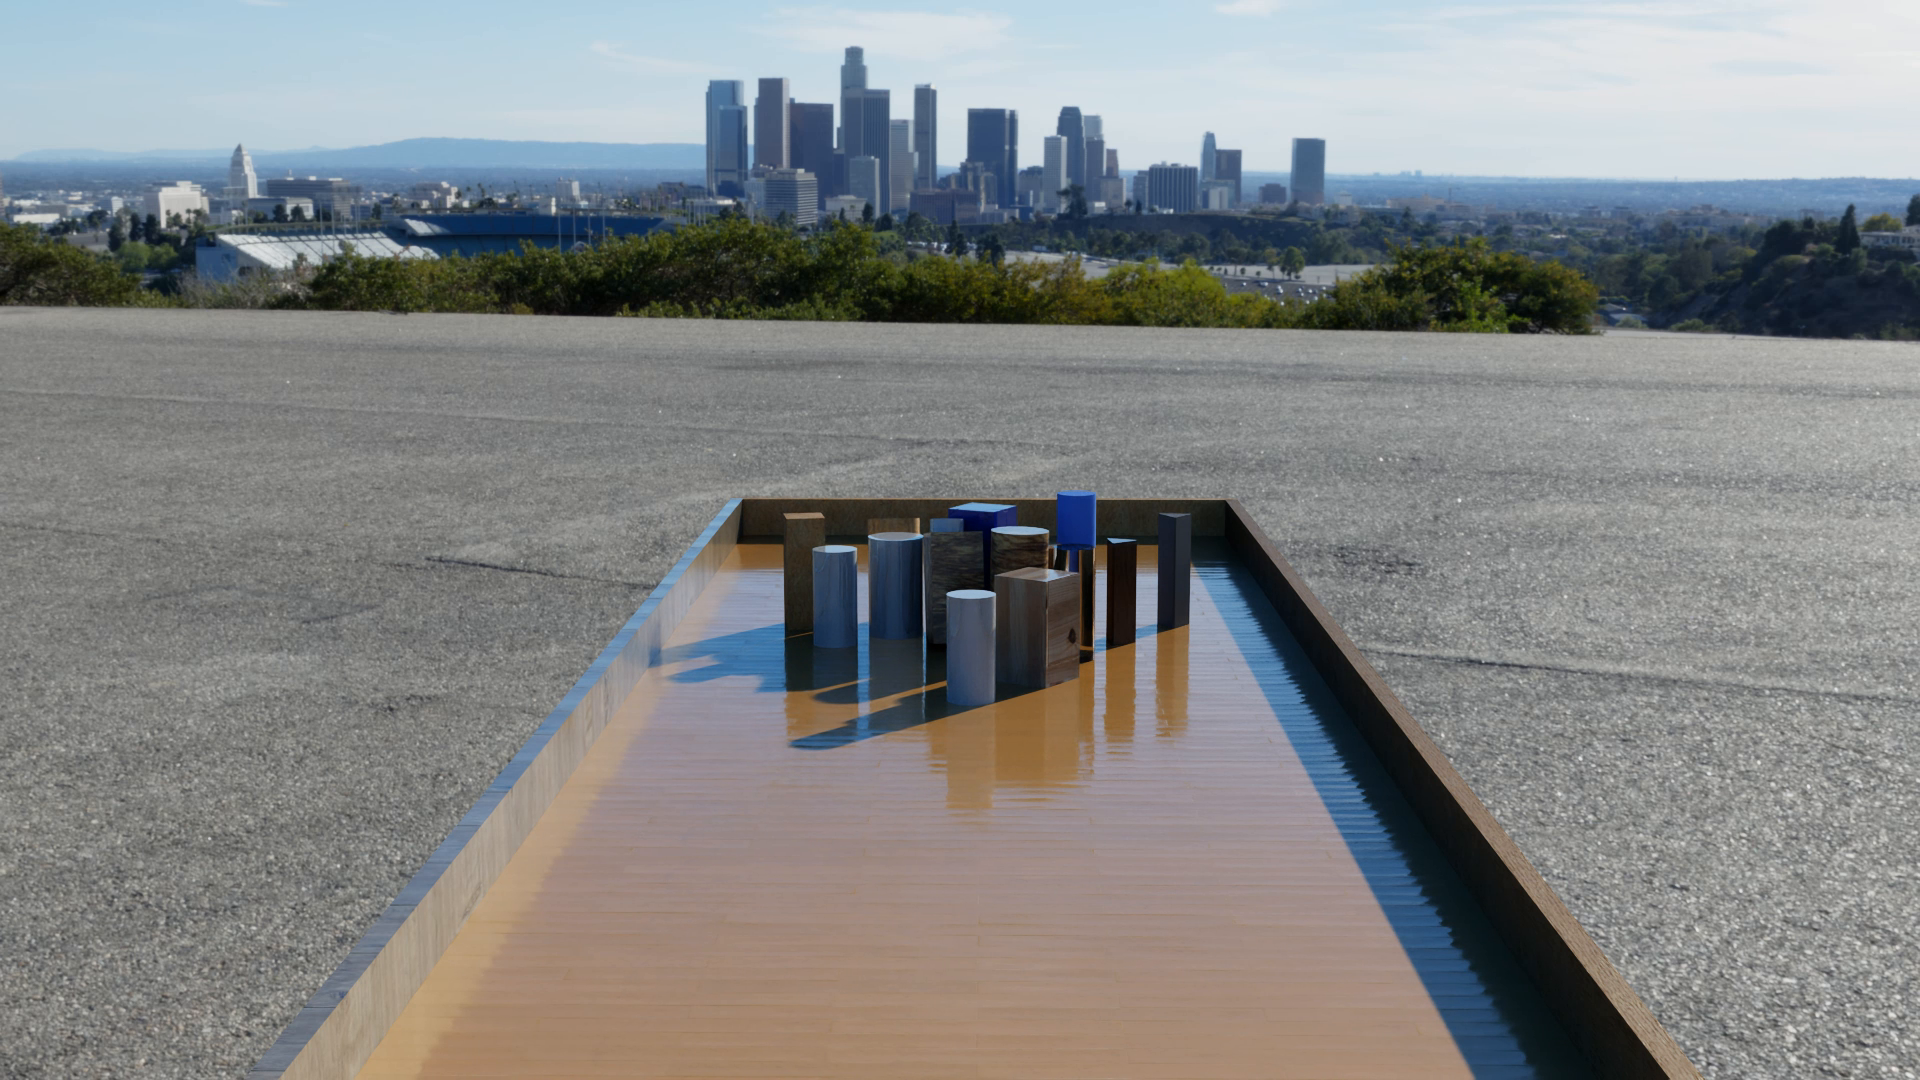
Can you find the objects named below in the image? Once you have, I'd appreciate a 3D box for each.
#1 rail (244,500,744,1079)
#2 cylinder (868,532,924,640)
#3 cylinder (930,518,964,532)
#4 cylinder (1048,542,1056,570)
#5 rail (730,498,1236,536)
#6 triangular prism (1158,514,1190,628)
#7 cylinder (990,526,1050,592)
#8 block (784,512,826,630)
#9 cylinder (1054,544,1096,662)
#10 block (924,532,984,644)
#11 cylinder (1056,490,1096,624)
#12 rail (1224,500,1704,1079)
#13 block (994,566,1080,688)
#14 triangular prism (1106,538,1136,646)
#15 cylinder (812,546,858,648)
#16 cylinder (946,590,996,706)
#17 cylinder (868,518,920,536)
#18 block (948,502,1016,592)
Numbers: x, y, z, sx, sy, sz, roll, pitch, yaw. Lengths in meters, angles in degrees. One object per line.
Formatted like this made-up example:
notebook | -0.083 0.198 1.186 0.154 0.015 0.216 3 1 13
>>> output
rail | -1.004 0.839 3.234 0.050 0.150 12.000 0 9 1
cylinder | -0.205 0.146 7.070 0.179 0.319 0.179 0 9 0
cylinder | -0.042 0.117 7.044 0.110 0.369 0.110 0 -2 0
cylinder | 0.258 0.168 6.965 0.152 0.304 0.152 1 8 0
rail | 0.099 -0.098 9.147 2.100 0.150 0.050 0 9 1
triangular prism | 0.690 0.098 7.219 0.090 0.367 0.104 6 11 34
cylinder | 0.181 0.157 6.799 0.179 0.377 0.179 1 8 0
block | -0.509 0.101 7.202 0.125 0.366 0.125 -2 9 -10
cylinder | 0.347 0.192 6.697 0.128 0.345 0.128 0 9 0
block | -0.018 0.148 6.896 0.164 0.345 0.164 -1 -1 -9
cylinder | 0.380 0.066 7.186 0.127 0.441 0.127 0 9 0
rail | 1.046 0.843 3.208 0.050 0.150 12.000 0 9 1
block | 0.225 0.253 6.415 0.180 0.312 0.180 6 11 35
triangular prism | 0.493 0.161 6.947 0.097 0.327 0.084 -7 11 -36
cylinder | -0.393 0.177 6.923 0.141 0.302 0.141 0 9 0
cylinder | 0.031 0.300 6.153 0.138 0.302 0.138 0 9 0
cylinder | -0.217 0.095 7.272 0.173 0.332 0.173 -1 0 0
block | 0.073 0.090 7.170 0.166 0.397 0.166 5 10 27
